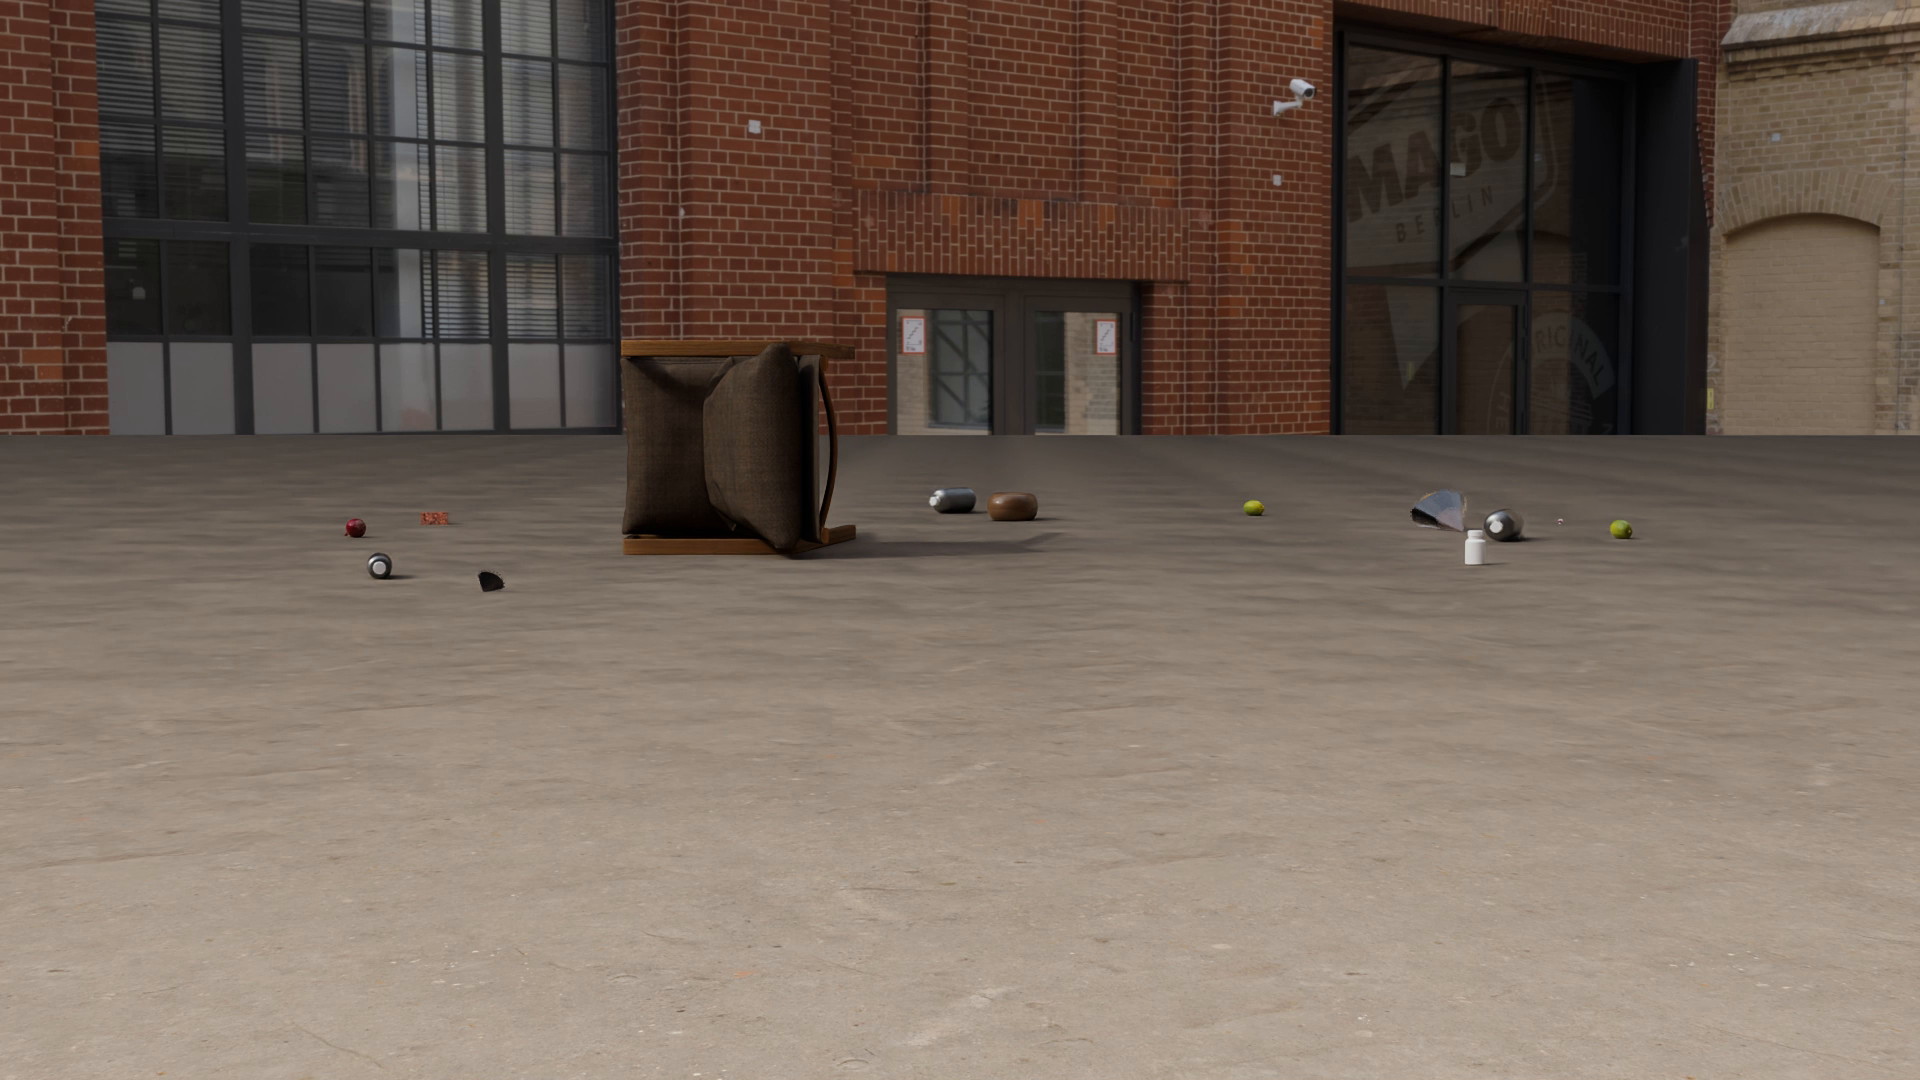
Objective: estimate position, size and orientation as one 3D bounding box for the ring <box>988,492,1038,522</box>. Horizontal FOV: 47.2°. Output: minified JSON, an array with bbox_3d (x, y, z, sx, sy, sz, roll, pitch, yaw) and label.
[{"bbox_3d":[0.181,-0.114,7.538,0.161,0.094,0.208,4,4,32],"label":"ring"}]

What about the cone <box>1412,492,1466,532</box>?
[{"bbox_3d":[1.561,-0.061,6.993,0.187,0.120,0.204,-16,23,-4],"label":"cone"}]

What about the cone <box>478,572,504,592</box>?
[{"bbox_3d":[-1.051,0.103,4.884,0.068,0.057,0.035,-4,41,30],"label":"cone"}]

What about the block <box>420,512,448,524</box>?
[{"bbox_3d":[-1.747,-0.073,7.308,0.085,0.040,0.064,-1,4,-12],"label":"block"}]
